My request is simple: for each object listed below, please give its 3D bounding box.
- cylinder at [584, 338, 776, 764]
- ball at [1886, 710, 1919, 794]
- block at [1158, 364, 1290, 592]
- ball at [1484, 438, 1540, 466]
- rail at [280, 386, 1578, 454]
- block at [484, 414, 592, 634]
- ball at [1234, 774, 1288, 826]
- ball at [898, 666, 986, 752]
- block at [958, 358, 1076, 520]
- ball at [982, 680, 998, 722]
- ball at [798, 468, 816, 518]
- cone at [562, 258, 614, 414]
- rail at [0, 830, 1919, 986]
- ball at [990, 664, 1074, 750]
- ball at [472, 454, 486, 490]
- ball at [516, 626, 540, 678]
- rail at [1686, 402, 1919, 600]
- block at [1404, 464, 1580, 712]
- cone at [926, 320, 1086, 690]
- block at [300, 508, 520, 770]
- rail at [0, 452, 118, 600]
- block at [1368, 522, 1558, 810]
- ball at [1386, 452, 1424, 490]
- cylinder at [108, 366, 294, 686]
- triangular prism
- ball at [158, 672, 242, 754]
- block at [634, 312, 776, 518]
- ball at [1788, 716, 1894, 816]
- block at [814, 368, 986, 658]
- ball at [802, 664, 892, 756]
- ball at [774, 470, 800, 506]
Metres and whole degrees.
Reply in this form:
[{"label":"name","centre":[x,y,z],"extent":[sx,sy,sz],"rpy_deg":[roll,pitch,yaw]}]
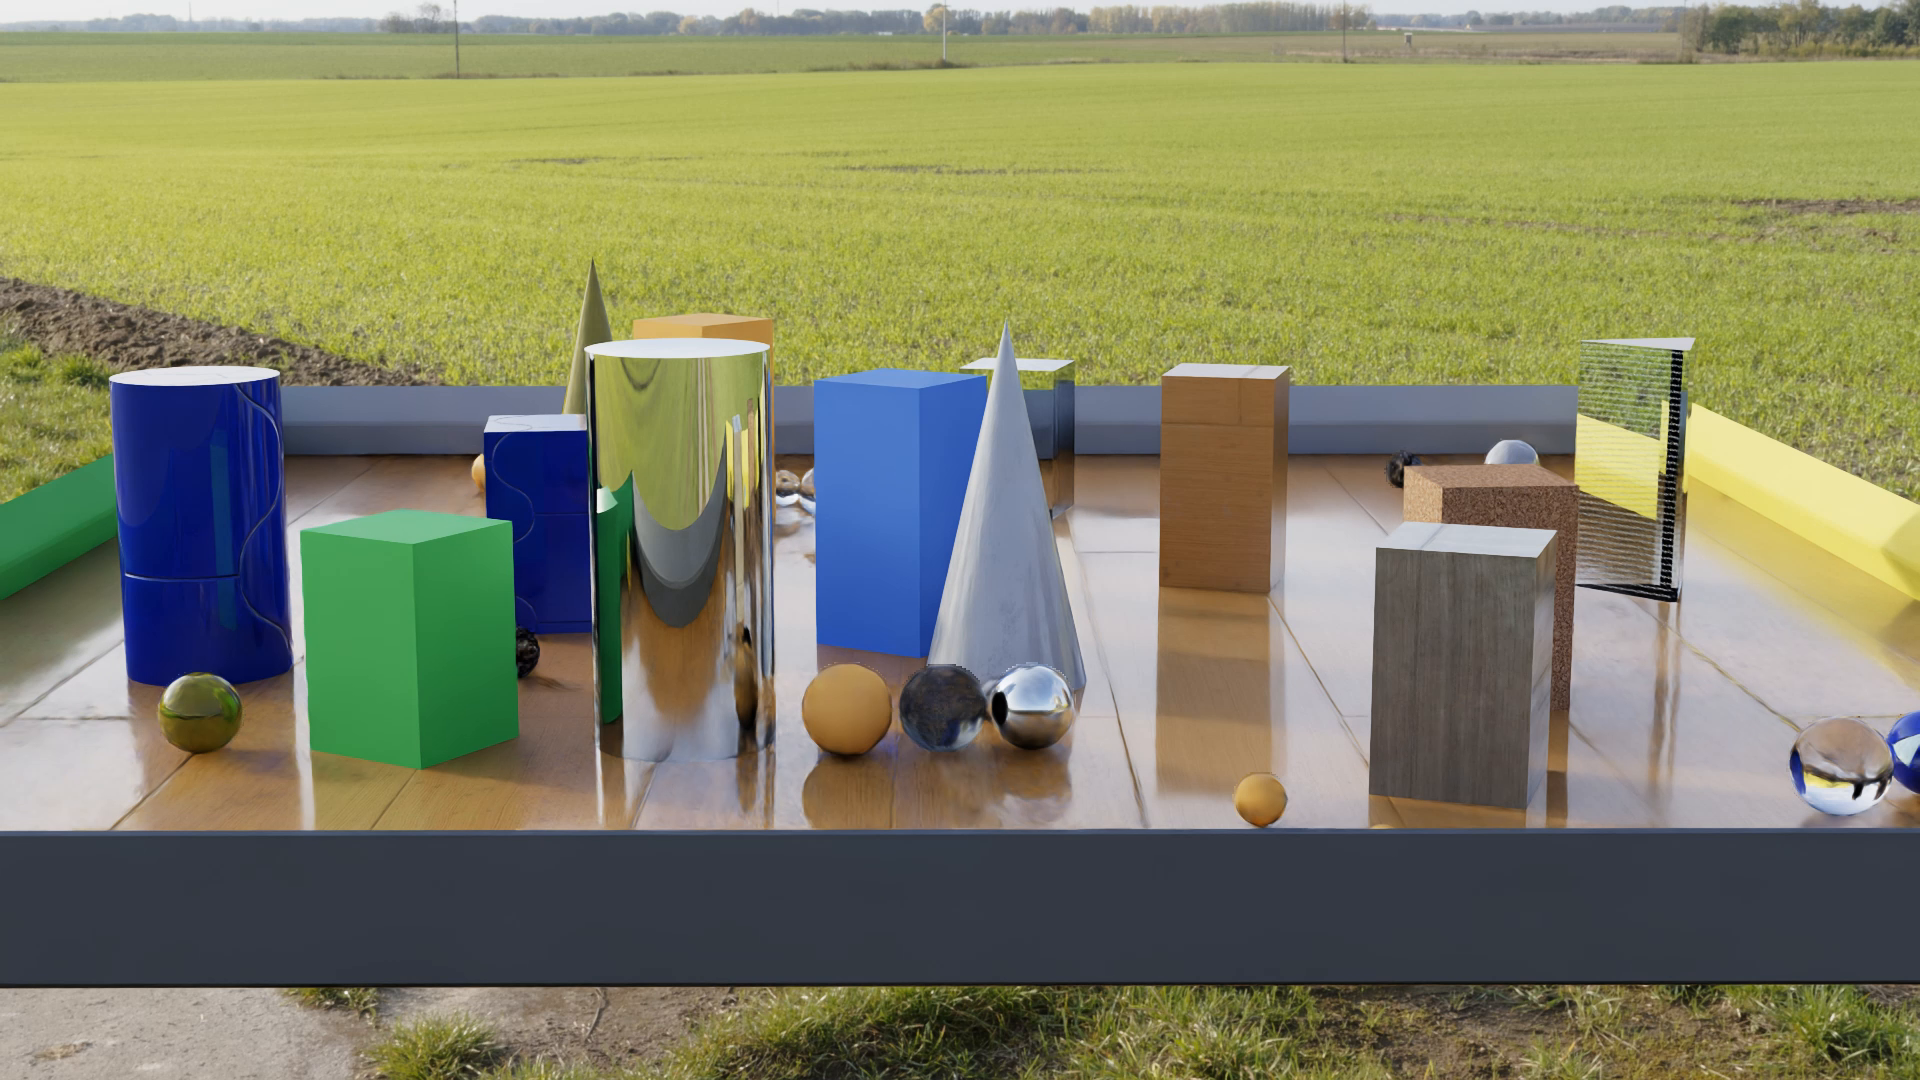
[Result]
[{"label":"cylinder","centre":[-0.301,0.007,2.768],"extent":[0.197,0.430,0.197],"rpy_deg":[0,10,0]},{"label":"ball","centre":[0.979,0.214,2.585],"extent":[0.089,0.089,0.089],"rpy_deg":[0,10,0]},{"label":"block","centre":[0.377,-0.092,3.657],"extent":[0.158,0.300,0.158],"rpy_deg":[3,11,14]},{"label":"ball","centre":[0.949,-0.127,4.408],"extent":[0.094,0.094,0.094],"rpy_deg":[0,10,0]},{"label":"rail","centre":[-0.008,-0.223,4.832],"extent":[2.645,0.128,0.045],"rpy_deg":[0,10,0]},{"label":"block","centre":[-0.539,-0.023,3.381],"extent":[0.158,0.265,0.158],"rpy_deg":[-1,11,-7]},{"label":"ball","centre":[0.291,0.252,2.486],"extent":[0.051,0.051,0.051],"rpy_deg":[0,10,0]},{"label":"ball","centre":[-0.019,0.181,2.748],"extent":[0.094,0.094,0.094],"rpy_deg":[0,10,0]},{"label":"block","centre":[0.095,-0.169,4.231],"extent":[0.158,0.242,0.158],"rpy_deg":[3,11,15]},{"label":"ball","centre":[0.042,0.181,2.873],"extent":[0.048,0.048,0.048],"rpy_deg":[0,10,0]},{"label":"ball","centre":[-0.218,-0.078,4.161],"extent":[0.088,0.088,0.088],"rpy_deg":[0,10,0]},{"label":"cone","centre":[-0.541,-0.198,3.817],"extent":[0.197,0.450,0.197],"rpy_deg":[0,10,0]},{"label":"rail","centre":[0.008,0.289,2.065],"extent":[2.645,0.128,0.045],"rpy_deg":[0,10,0]},{"label":"ball","centre":[0.078,0.180,2.760],"extent":[0.092,0.092,0.092],"rpy_deg":[0,10,0]},{"label":"ball","centre":[-0.805,-0.118,4.422],"extent":[0.072,0.072,0.072],"rpy_deg":[0,10,0]},{"label":"ball","centre":[-0.537,0.135,3.075],"extent":[0.066,0.066,0.066],"rpy_deg":[0,10,0]},{"label":"rail","centre":[1.299,0.032,3.456],"extent":[0.045,0.128,2.862],"rpy_deg":[0,10,0]},{"label":"block","centre":[0.610,0.054,2.977],"extent":[0.158,0.261,0.158],"rpy_deg":[-1,11,-6]},{"label":"cone","centre":[0.054,-0.047,3.041],"extent":[0.197,0.435,0.197],"rpy_deg":[0,10,0]},{"label":"block","centre":[-0.592,0.103,2.770],"extent":[0.158,0.240,0.158],"rpy_deg":[6,12,30]},{"label":"rail","centre":[-1.299,0.034,3.442],"extent":[0.045,0.128,2.862],"rpy_deg":[0,10,0]},{"label":"block","centre":[0.514,0.124,2.618],"extent":[0.158,0.254,0.158],"rpy_deg":[4,11,20]},{"label":"ball","centre":[0.773,-0.120,4.455],"extent":[0.064,0.064,0.064],"rpy_deg":[0,10,0]},{"label":"cylinder","centre":[-0.916,-0.020,3.105],"extent":[0.197,0.360,0.197],"rpy_deg":[0,10,0]},{"label":"triangular prism","centre":[0.977,-0.105,3.599],"extent":[0.148,0.347,0.171],"rpy_deg":[-9,14,-41]},{"label":"ball","centre":[-0.812,0.185,2.744],"extent":[0.088,0.088,0.088],"rpy_deg":[0,10,0]},{"label":"block","centre":[-0.412,-0.194,4.143],"extent":[0.158,0.324,0.158],"rpy_deg":[9,14,40]},{"label":"ball","centre":[0.864,0.222,2.518],"extent":[0.098,0.098,0.098],"rpy_deg":[0,10,0]},{"label":"block","centre":[-0.074,-0.039,3.266],"extent":[0.158,0.337,0.158],"rpy_deg":[7,12,32]},{"label":"ball","centre":[-0.120,0.181,2.737],"extent":[0.098,0.098,0.098],"rpy_deg":[0,10,0]},{"label":"ball","centre":[-0.295,-0.087,4.289],"extent":[0.059,0.059,0.059],"rpy_deg":[0,10,0]}]
